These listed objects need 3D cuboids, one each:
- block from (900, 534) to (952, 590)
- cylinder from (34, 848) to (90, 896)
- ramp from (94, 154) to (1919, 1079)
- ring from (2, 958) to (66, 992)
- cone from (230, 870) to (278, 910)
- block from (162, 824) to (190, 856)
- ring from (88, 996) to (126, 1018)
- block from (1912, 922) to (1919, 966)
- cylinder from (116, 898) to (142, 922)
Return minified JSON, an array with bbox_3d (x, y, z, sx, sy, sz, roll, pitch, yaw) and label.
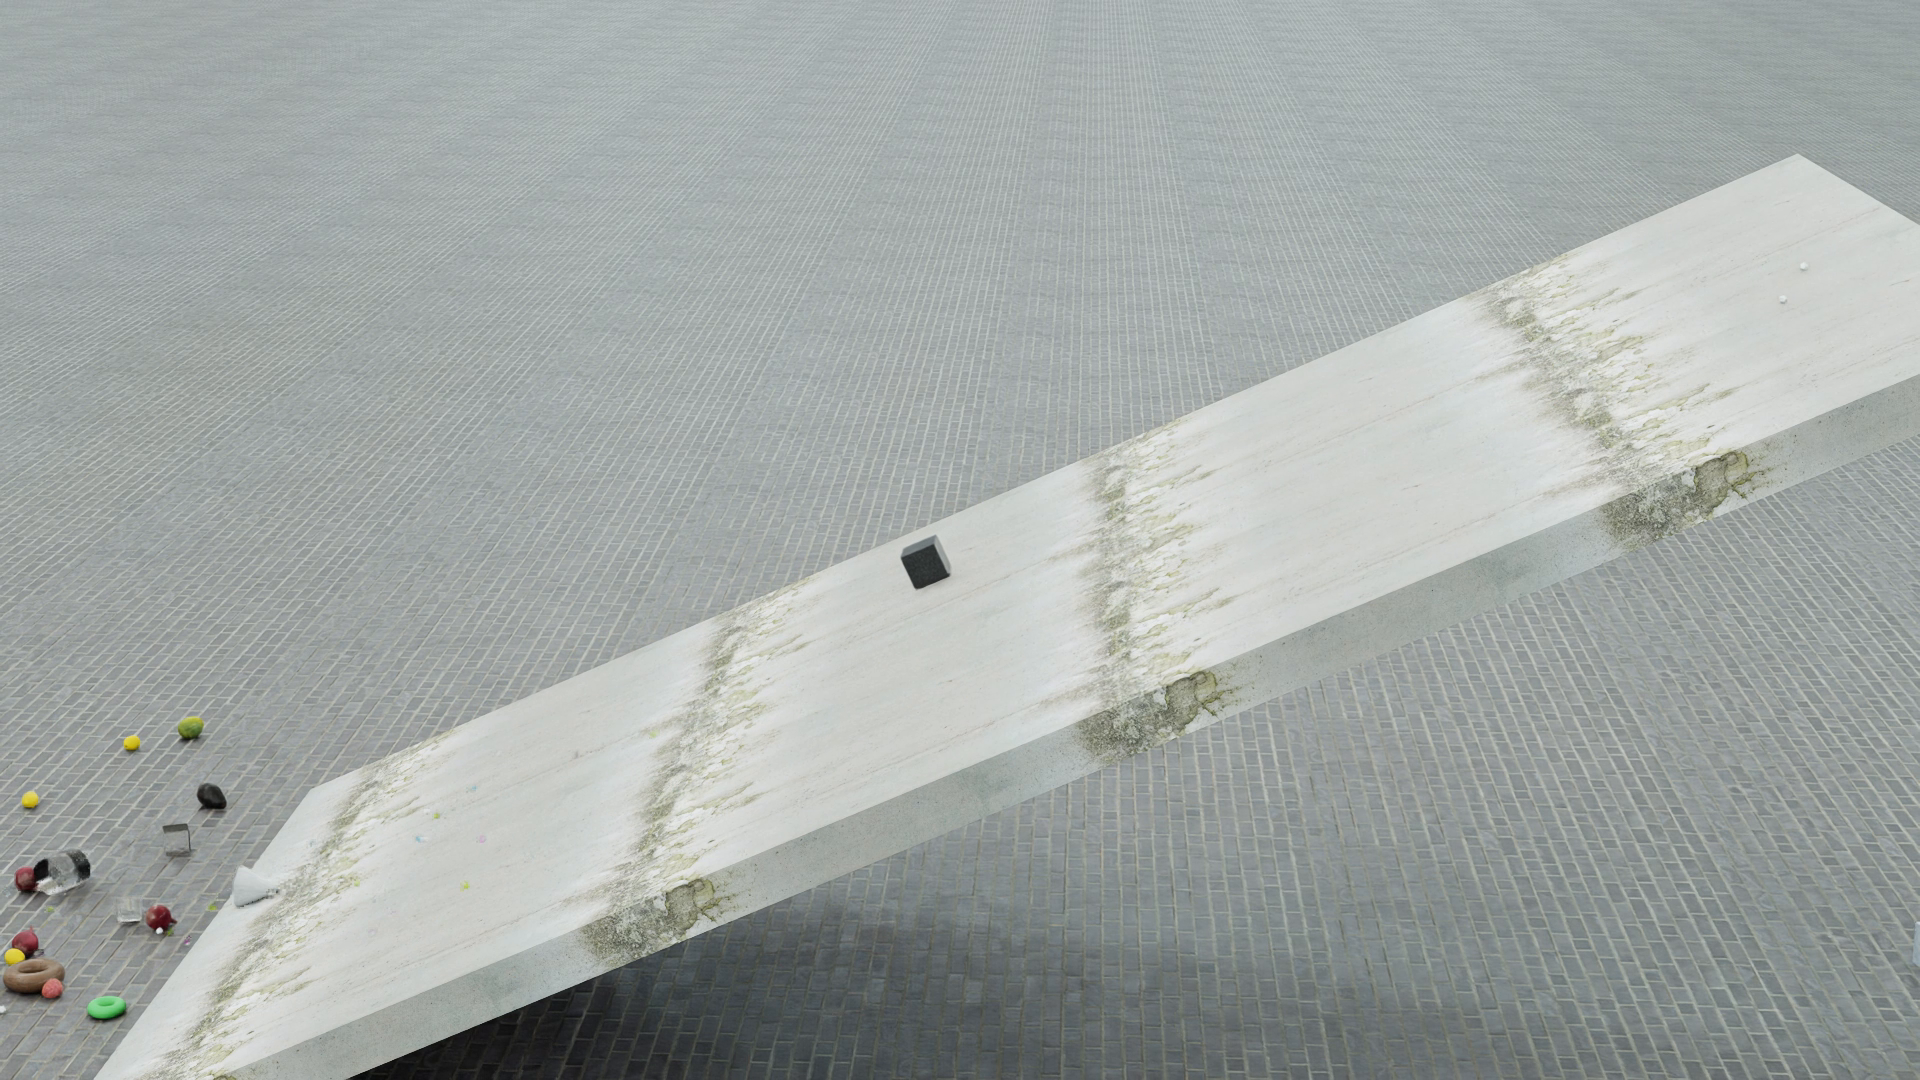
[{"bbox_3d":[-0.077,0.051,6.734,0.084,0.084,0.084,-23,13,10],"label":"block"},{"bbox_3d":[-2.169,0.801,7.107,0.091,0.091,0.091,9,17,29],"label":"cylinder"},{"bbox_3d":[0.133,0.170,6.284,4.000,0.100,2.000,-23,13,9],"label":"ramp"},{"bbox_3d":[-2.067,0.973,6.567,0.134,0.045,0.134,0,14,0],"label":"ring"},{"bbox_3d":[-1.588,0.792,6.684,0.097,0.097,0.097,-9,12,17],"label":"cone"},{"bbox_3d":[-1.959,0.750,7.353,0.061,0.061,0.061,-5,16,-19],"label":"block"},{"bbox_3d":[-1.863,1.021,6.423,0.082,0.027,0.082,1,15,0],"label":"ring"},{"bbox_3d":[2.225,0.924,6.648,0.096,0.096,0.096,-3,15,-11],"label":"block"},{"bbox_3d":[-1.956,0.870,6.923,0.055,0.055,0.055,-4,16,-15],"label":"cylinder"}]
